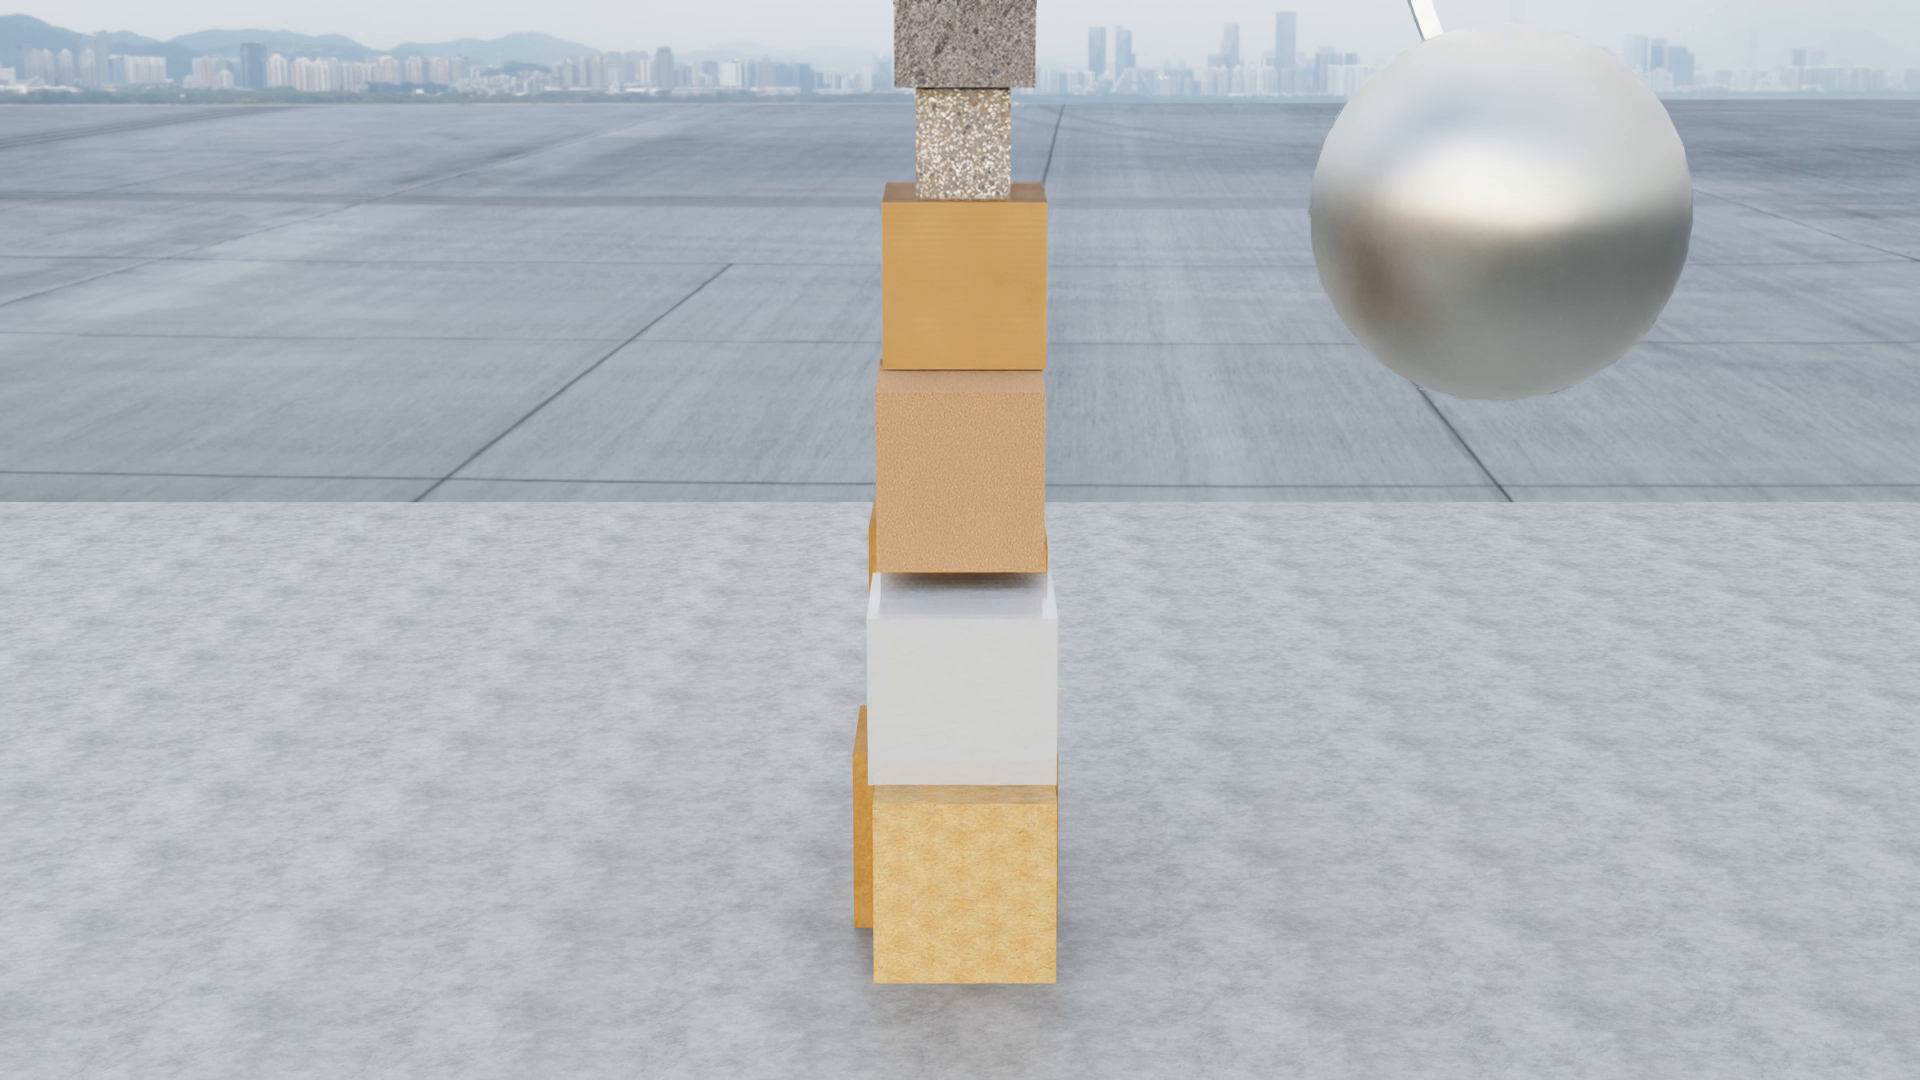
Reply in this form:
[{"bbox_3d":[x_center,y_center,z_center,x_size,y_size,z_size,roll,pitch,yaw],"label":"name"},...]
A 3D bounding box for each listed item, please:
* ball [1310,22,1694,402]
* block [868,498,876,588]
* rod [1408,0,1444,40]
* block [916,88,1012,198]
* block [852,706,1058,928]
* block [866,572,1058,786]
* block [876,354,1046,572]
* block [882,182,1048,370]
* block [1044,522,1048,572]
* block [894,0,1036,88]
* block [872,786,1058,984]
[{"bbox_3d":[2.295,-1.389,10.928,1.600,1.600,1.600,0,10,0],"label":"ball"},{"bbox_3d":[-0.019,0.216,11.976,0.781,0.706,0.806,0,10,0],"label":"block"},{"bbox_3d":[0.994,-4.480,10.366,0.080,5.200,0.080,-22,10,4],"label":"rod"},{"bbox_3d":[0.012,-1.673,10.637,0.385,0.455,0.452,0,15,-1],"label":"block"},{"bbox_3d":[-0.018,1.174,11.029,0.846,0.744,0.828,0,10,0],"label":"block"},{"bbox_3d":[0.009,0.554,10.459,0.747,0.681,0.765,0,13,0],"label":"block"},{"bbox_3d":[0.002,-0.329,10.636,0.678,0.745,0.723,0,16,0],"label":"block"},{"bbox_3d":[0.018,-1.119,10.783,0.669,0.690,0.655,0,15,0],"label":"block"},{"bbox_3d":[0.018,0.322,11.176,0.700,0.807,0.704,0,16,0],"label":"block"},{"bbox_3d":[0.018,-2.184,10.498,0.568,0.604,0.586,0,15,0],"label":"block"},{"bbox_3d":[0.019,1.317,10.291,0.713,0.726,0.656,0,10,0],"label":"block"}]
